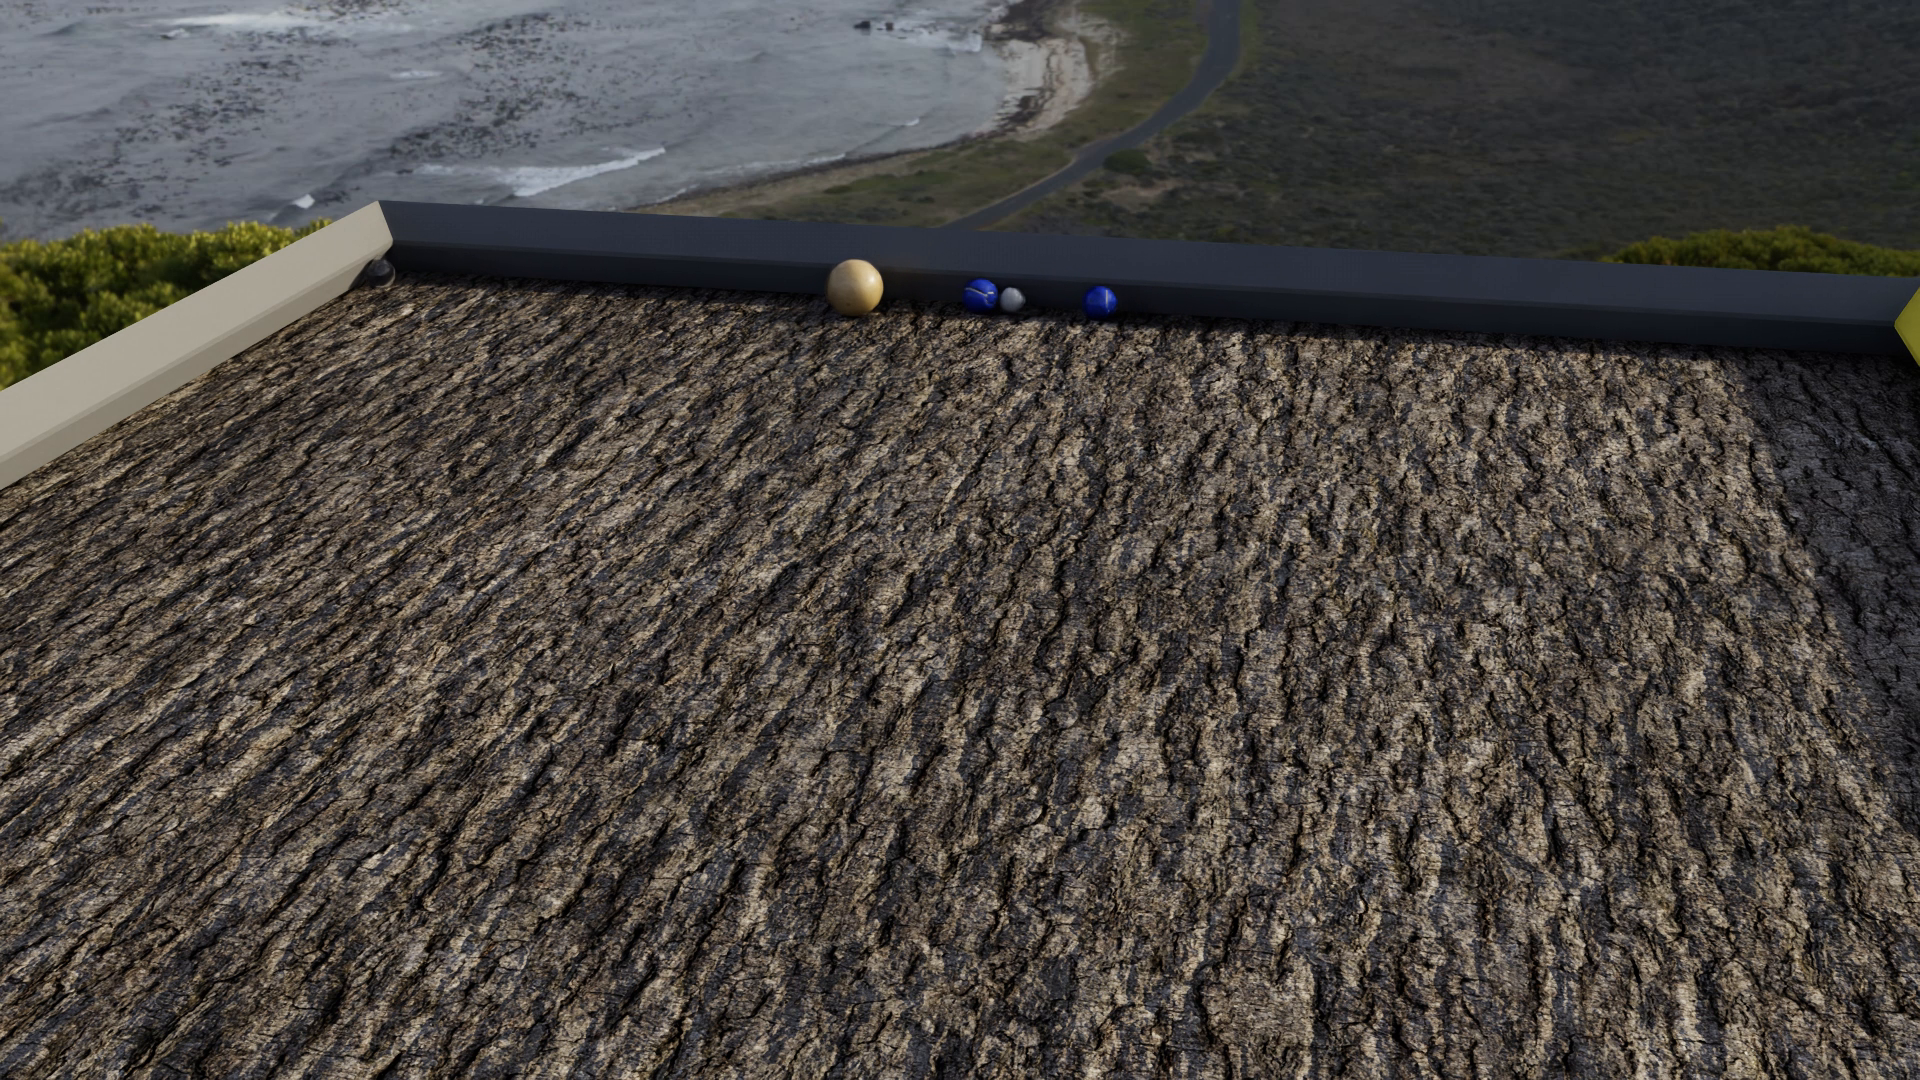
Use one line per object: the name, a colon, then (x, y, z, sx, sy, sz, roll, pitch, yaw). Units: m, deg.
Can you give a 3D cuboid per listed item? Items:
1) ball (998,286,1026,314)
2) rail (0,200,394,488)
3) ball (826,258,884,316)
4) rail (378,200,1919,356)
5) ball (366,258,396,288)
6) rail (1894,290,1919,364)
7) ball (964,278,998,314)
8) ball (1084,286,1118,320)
ball: (0.086, -0.395, 3.619, 0.044, 0.044, 0.044, 0, 22, 0)
rail: (-1.454, 0.287, 1.819, 0.045, 0.122, 4.497, 4, 22, 11)
ball: (-0.172, -0.413, 3.597, 0.094, 0.094, 0.094, 0, 22, 0)
rail: (0.225, -0.431, 3.602, 2.550, 0.122, 0.045, 4, 22, 11)
ball: (-0.991, -0.456, 3.762, 0.051, 0.051, 0.051, 0, 22, 0)
rail: (0.995, 0.478, 1.345, 0.045, 0.122, 4.497, 4, 22, 11)
ball: (0.035, -0.401, 3.617, 0.058, 0.058, 0.058, 0, 22, 0)
ball: (0.229, -0.386, 3.582, 0.056, 0.056, 0.056, 0, 22, 0)
